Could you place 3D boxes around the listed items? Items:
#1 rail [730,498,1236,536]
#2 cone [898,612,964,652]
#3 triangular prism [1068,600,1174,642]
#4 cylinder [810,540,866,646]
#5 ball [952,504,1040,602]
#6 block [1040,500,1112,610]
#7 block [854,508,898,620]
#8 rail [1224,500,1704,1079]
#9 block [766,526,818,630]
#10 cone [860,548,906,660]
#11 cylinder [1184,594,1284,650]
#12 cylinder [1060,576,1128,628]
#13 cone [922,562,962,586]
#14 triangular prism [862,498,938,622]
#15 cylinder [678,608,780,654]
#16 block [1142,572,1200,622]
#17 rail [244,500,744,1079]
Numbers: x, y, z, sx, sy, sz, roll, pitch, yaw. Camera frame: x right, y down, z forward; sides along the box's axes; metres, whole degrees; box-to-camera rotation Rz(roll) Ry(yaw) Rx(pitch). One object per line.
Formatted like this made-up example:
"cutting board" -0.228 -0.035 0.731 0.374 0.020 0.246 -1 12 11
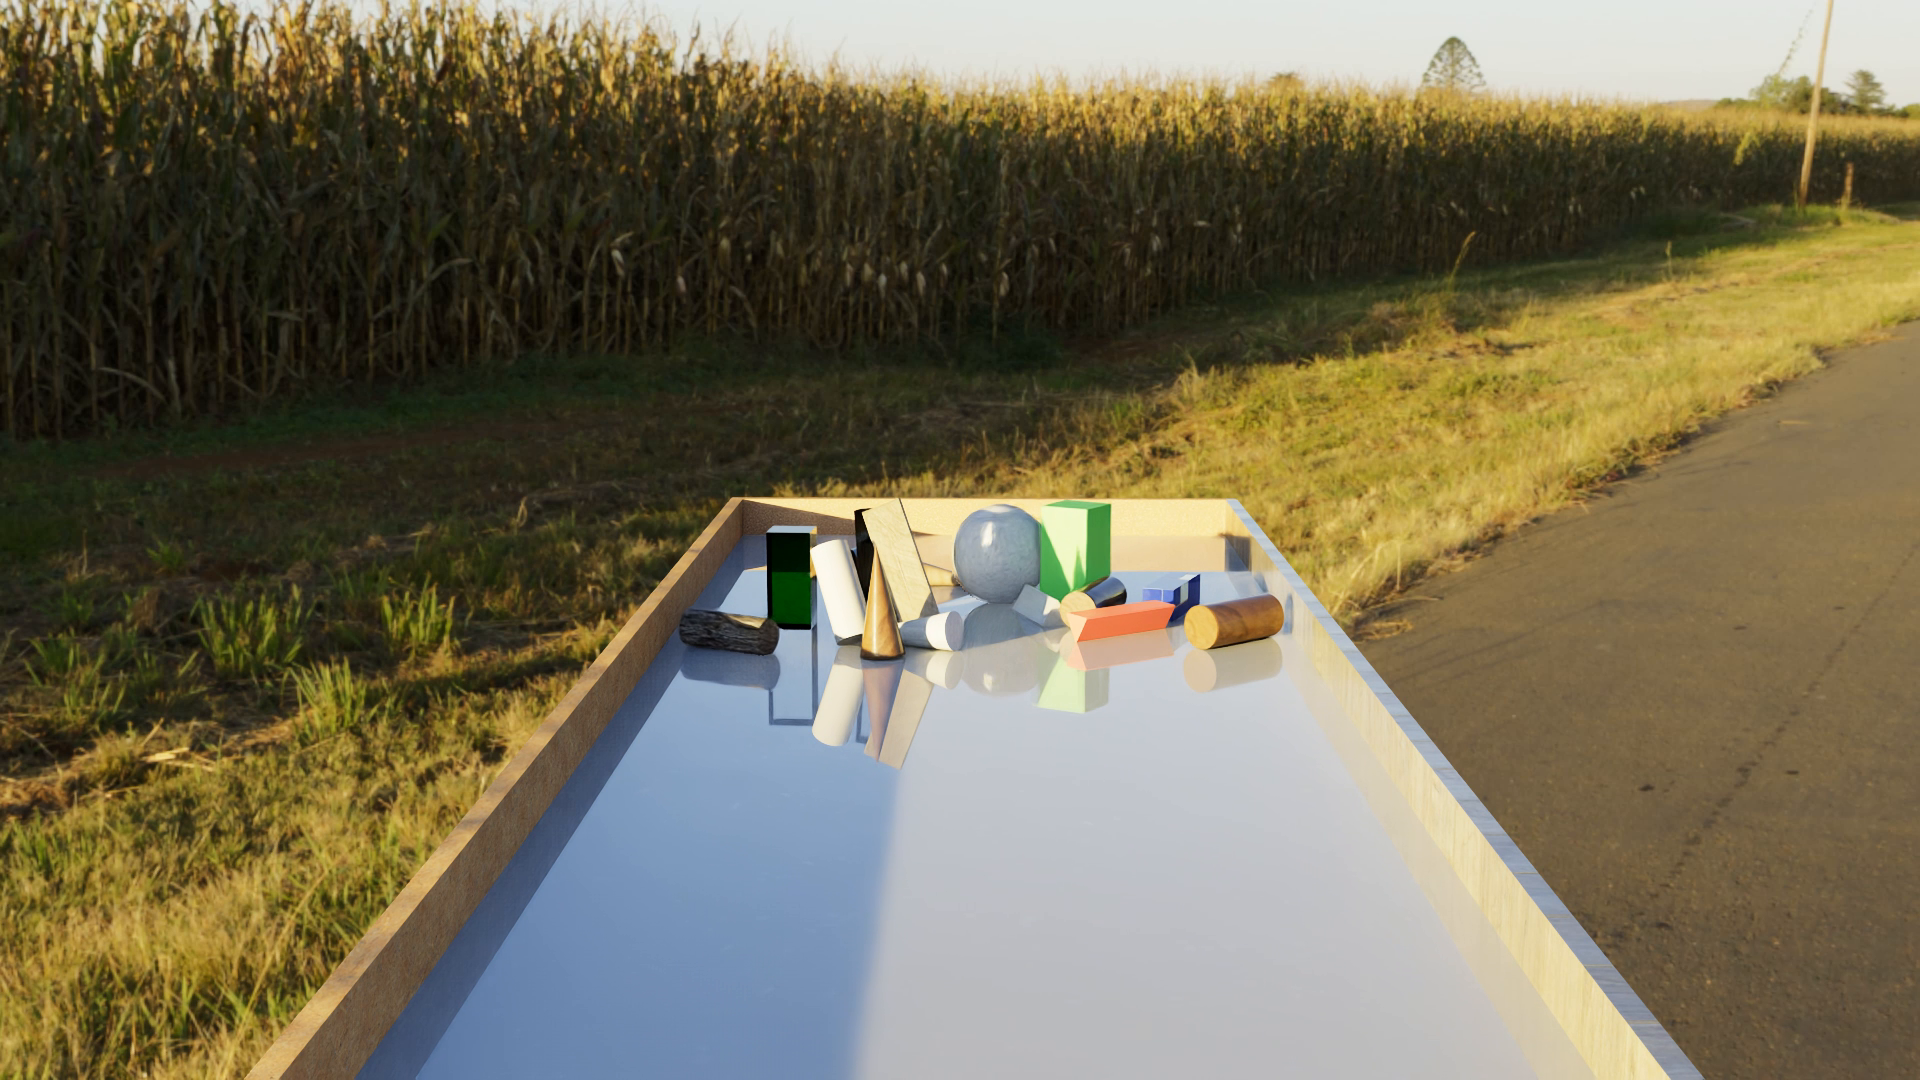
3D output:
"rail" 0.099 -0.098 9.147 2.100 0.150 0.050 0 9 1
"cone" -0.212 0.297 6.934 0.447 0.126 0.126 -4 6 29
"triangular prism" 0.511 0.242 7.077 0.373 0.098 0.085 -7 42 -36
"cylinder" -0.369 0.165 6.907 0.124 0.310 0.124 -16 -13 -4
"ball" 0.140 0.046 7.626 0.343 0.343 0.343 0 9 0
"block" 0.398 0.053 7.548 0.178 0.352 0.178 5 11 31
"block" -0.267 0.087 7.196 0.110 0.381 0.110 -3 4 12
"rail" 1.046 0.843 3.208 0.050 0.150 12.000 0 9 1
"block" -0.550 0.123 7.210 0.143 0.320 0.143 1 9 5
"cone" -0.247 0.181 6.733 0.141 0.346 0.141 -3 7 0
"cylinder" 0.868 0.256 6.950 0.317 0.139 0.139 -8 12 -41
"cylinder" 0.445 0.207 7.297 0.125 0.125 0.317 4 10 22
"cone" -0.081 0.132 7.960 0.444 0.138 0.138 9 9 -2
"triangular prism" -0.167 0.098 7.040 0.133 0.439 0.116 -21 -10 14
"cylinder" -0.720 0.285 6.848 0.306 0.114 0.114 6 11 31
"block" 0.720 0.190 7.475 0.105 0.105 0.353 3 10 20
"rail" -1.004 0.839 3.234 0.050 0.150 12.000 0 9 1
